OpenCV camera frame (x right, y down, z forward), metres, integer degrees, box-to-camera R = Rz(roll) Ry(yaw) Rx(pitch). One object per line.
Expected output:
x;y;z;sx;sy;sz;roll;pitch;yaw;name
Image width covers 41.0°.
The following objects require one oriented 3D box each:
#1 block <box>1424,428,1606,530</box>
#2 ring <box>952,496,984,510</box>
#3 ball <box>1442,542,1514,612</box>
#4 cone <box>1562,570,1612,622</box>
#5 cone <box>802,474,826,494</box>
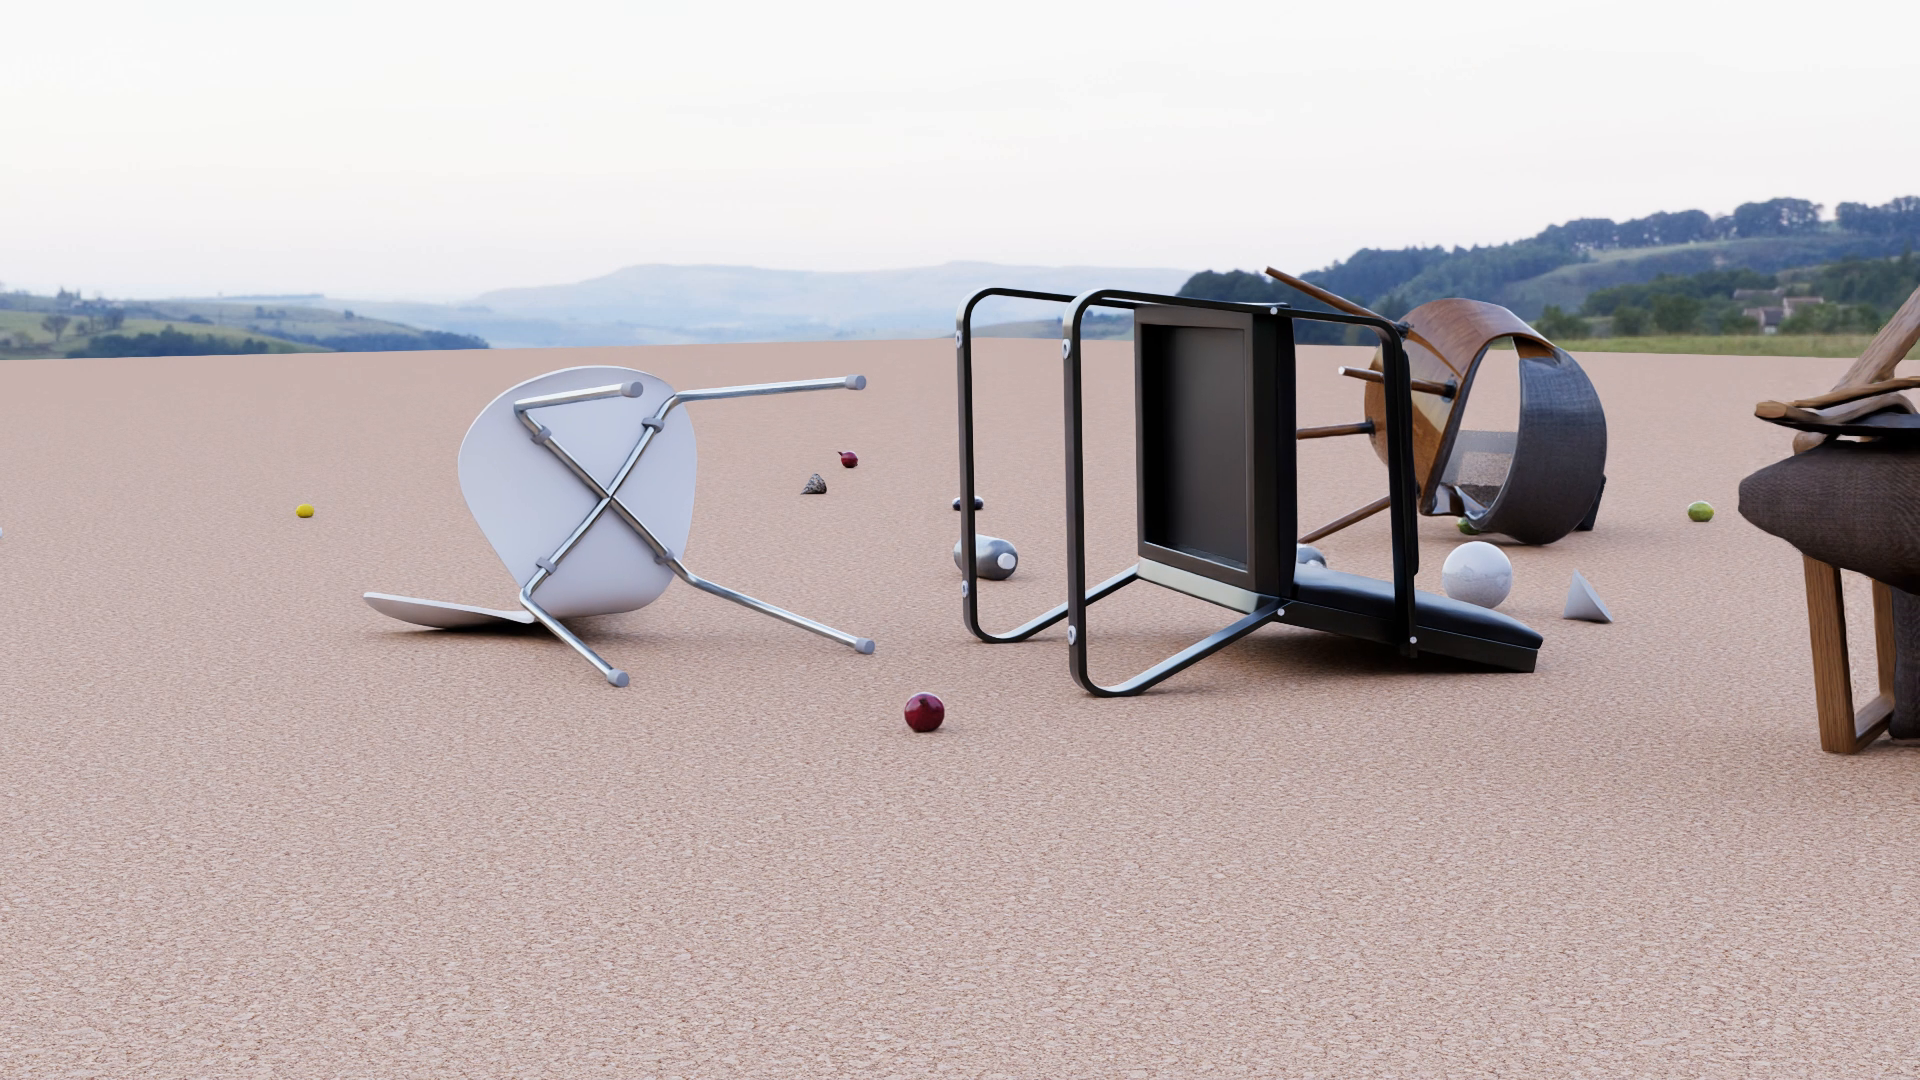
1.445;-0.158;6.684;0.357;0.150;0.275;6;-19;43;block
0.023;-0.103;7.244;0.087;0.034;0.128;0;7;16;ring
1.016;0.072;5.038;0.139;0.139;0.139;0;6;0;ball
1.188;0.129;4.935;0.074;0.114;0.168;-39;11;15;cone
-0.454;-0.155;7.761;0.076;0.067;0.070;-32;52;-29;cone
